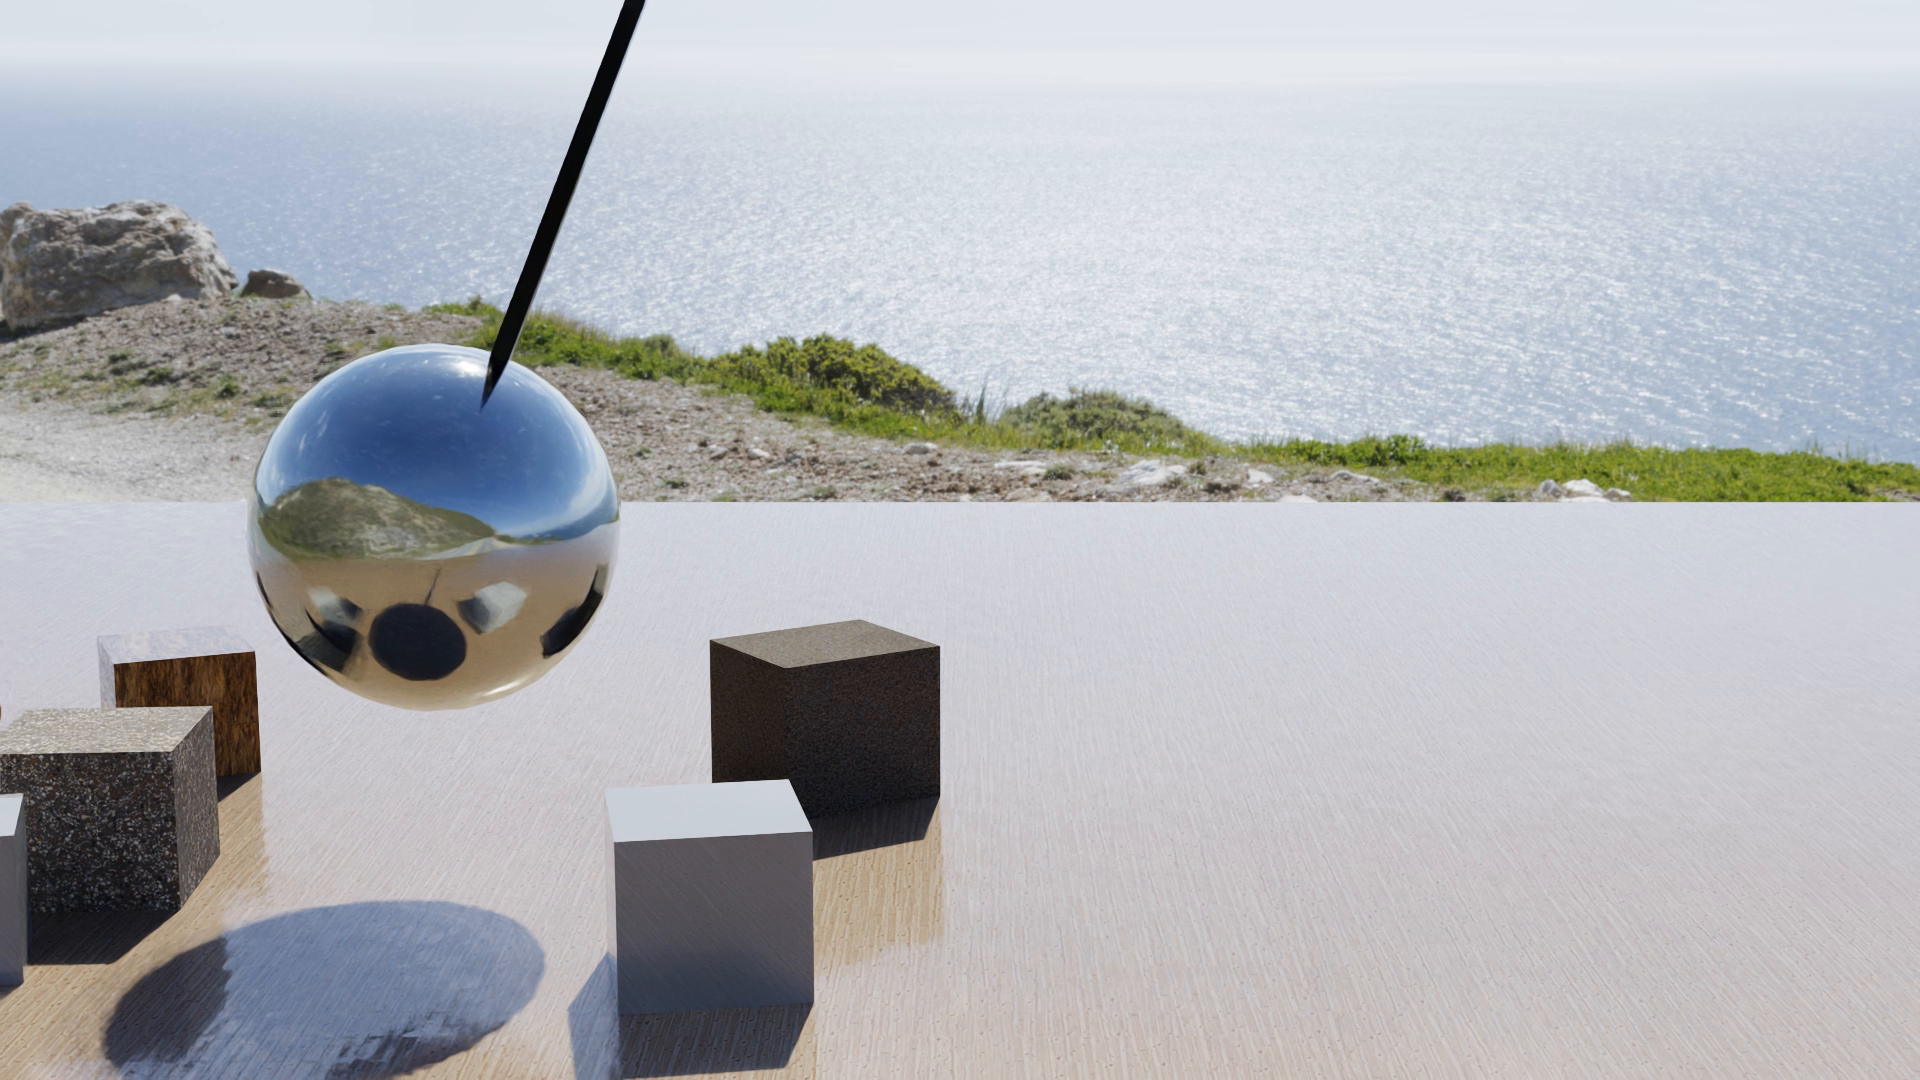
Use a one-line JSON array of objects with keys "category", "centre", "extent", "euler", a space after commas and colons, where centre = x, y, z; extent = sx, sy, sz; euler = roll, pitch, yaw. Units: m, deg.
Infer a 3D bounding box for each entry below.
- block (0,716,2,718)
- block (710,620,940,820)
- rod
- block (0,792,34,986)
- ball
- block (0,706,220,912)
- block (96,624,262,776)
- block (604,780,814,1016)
[{"category": "block", "centre": [-5.556, 0.766, 13.937], "extent": [0.423, 0.455, 0.466], "euler": [2, 7, 30]}, {"category": "block", "centre": [-0.665, 0.875, 12.641], "extent": [0.869, 0.756, 0.749], "euler": [-7, 12, -33]}, {"category": "rod", "centre": [-0.989, -3.148, 10.608], "extent": [0.080, 5.200, 0.080], "euler": [22, 10, -4]}, {"category": "block", "centre": [-4.072, 1.402, 10.178], "extent": [0.675, 0.601, 0.617], "euler": [-3, 11, -16]}, {"category": "ball", "centre": [-2.282, -0.054, 11.170], "extent": [1.600, 1.600, 1.600], "euler": [0, 10, 0]}, {"category": "block", "centre": [-3.749, 1.166, 11.212], "extent": [0.815, 0.695, 0.785], "euler": [-1, 10, -4]}, {"category": "block", "centre": [-4.019, 0.839, 13.192], "extent": [0.686, 0.629, 0.706], "euler": [-5, 11, -24]}, {"category": "block", "centre": [-0.993, 1.384, 10.052], "extent": [0.746, 0.680, 0.737], "euler": [-2, 10, -11]}]
